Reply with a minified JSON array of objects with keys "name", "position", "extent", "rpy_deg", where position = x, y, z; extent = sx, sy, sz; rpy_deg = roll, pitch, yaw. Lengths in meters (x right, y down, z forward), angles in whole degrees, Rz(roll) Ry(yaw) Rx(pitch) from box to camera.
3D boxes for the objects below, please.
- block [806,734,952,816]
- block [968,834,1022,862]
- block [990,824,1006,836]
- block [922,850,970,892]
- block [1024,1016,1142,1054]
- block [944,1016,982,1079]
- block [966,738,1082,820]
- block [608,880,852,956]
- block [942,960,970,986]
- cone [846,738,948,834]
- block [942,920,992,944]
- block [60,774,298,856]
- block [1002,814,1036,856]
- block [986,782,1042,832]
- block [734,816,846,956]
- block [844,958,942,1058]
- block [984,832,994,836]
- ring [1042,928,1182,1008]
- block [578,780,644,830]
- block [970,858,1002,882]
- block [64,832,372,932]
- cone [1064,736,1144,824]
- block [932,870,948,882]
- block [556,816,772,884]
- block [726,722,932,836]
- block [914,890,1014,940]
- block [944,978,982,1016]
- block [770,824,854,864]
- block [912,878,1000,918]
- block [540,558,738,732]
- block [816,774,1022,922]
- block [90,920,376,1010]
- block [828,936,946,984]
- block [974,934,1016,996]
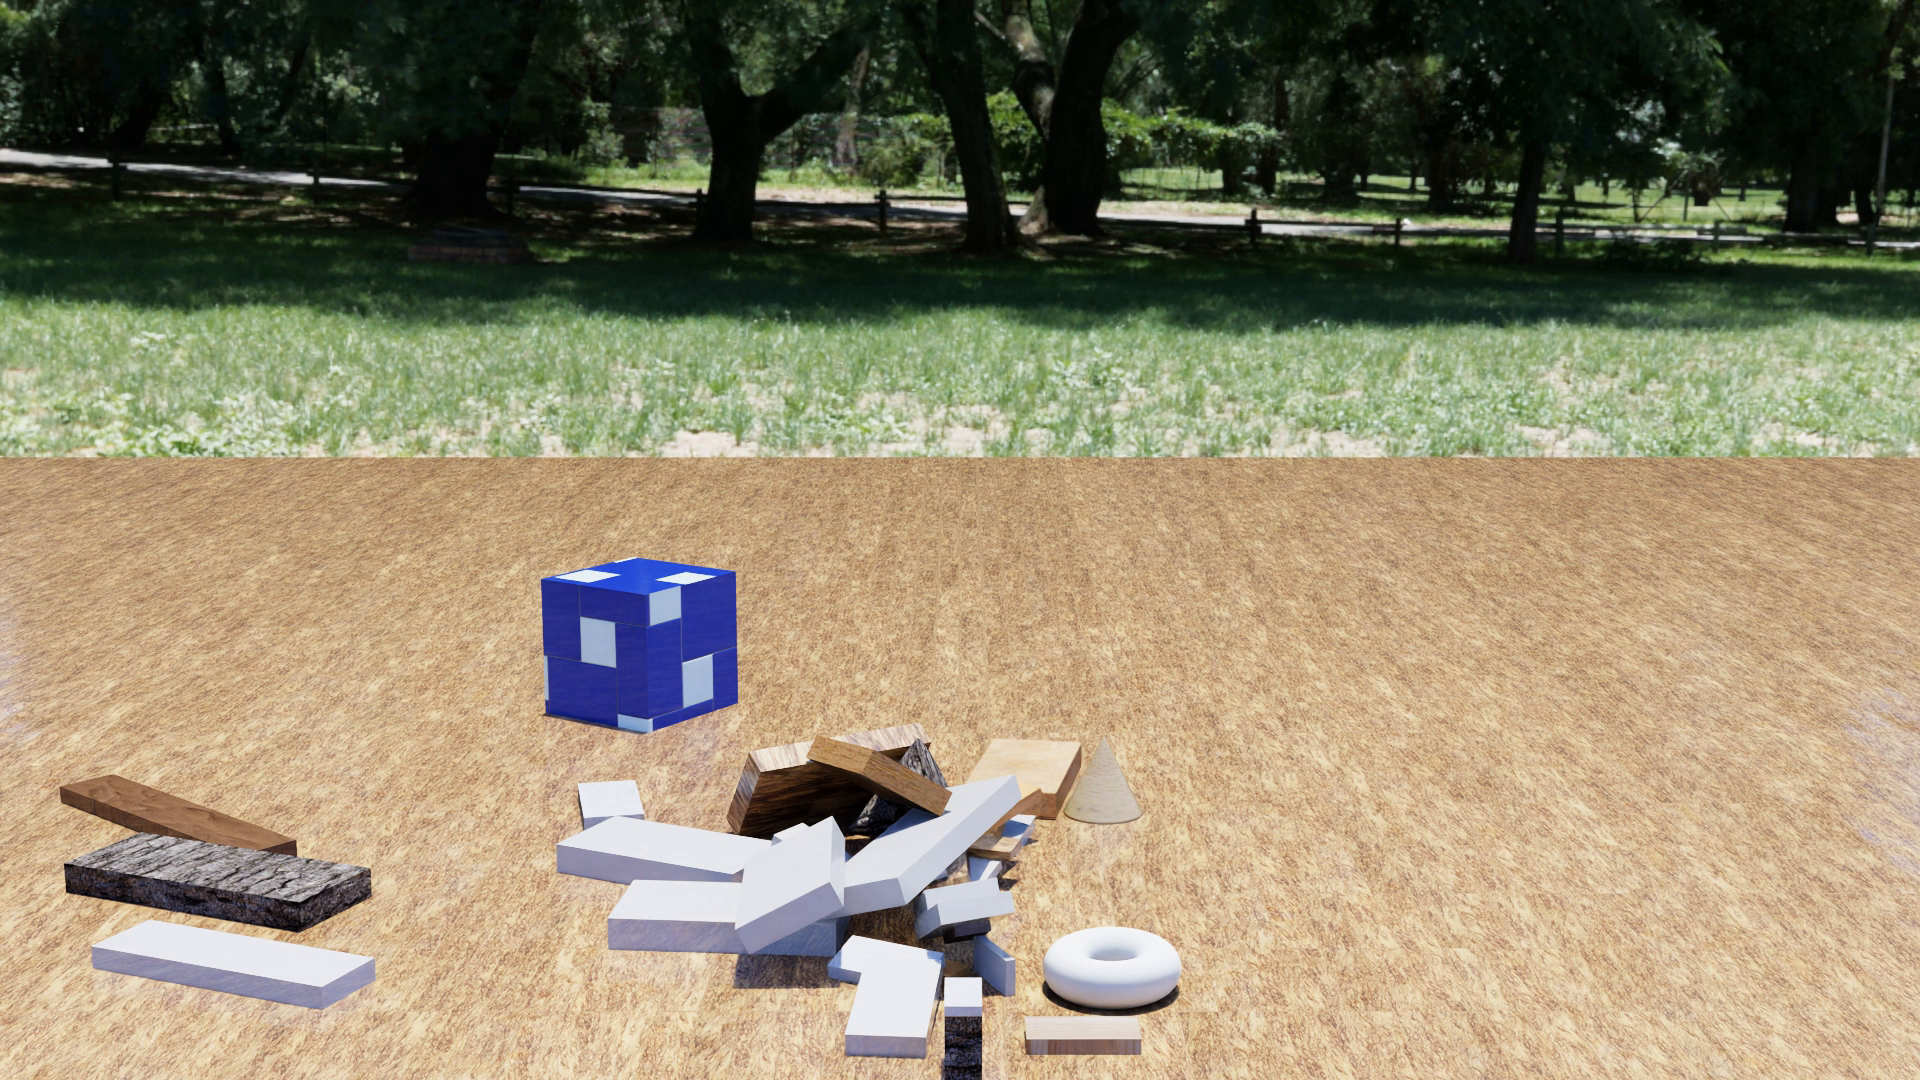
[{"name":"block","position":[-0.143,0.403,3.780],"extent":[0.158,0.045,0.317],"rpy_deg":[30,-11,-18]},{"name":"block","position":[0.038,0.519,3.720],"extent":[0.119,0.017,0.059],"rpy_deg":[4,16,19]},{"name":"block","position":[0.018,0.529,3.834],"extent":[0.083,0.024,0.167],"rpy_deg":[-2,20,16]},{"name":"block","position":[-0.023,0.545,3.595],"extent":[0.076,0.022,0.207],"rpy_deg":[-17,4,1]},{"name":"block","position":[0.171,0.690,3.066],"extent":[0.158,0.022,0.079],"rpy_deg":[0,11,0]},{"name":"block","position":[0.004,0.676,2.933],"extent":[0.050,0.100,0.014],"rpy_deg":[0,11,0]},{"name":"block","position":[0.123,0.458,4.244],"extent":[0.177,0.050,0.354],"rpy_deg":[2,10,11]},{"name":"block","position":[-0.361,0.598,3.487],"extent":[0.357,0.051,0.179],"rpy_deg":[1,11,5]},{"name":"block","position":[-0.046,0.647,3.321],"extent":[0.111,0.016,0.055],"rpy_deg":[7,13,35]},{"name":"cone","position":[-0.122,0.488,3.981],"extent":[0.193,0.193,0.193],"rpy_deg":[-26,9,5]},{"name":"block","position":[0.010,0.594,3.329],"extent":[0.055,0.016,0.111],"rpy_deg":[-8,-14,-12]},{"name":"block","position":[-1.434,0.511,4.011],"extent":[0.621,0.031,0.108],"rpy_deg":[9,14,40]},{"name":"block","position":[0.078,0.527,3.942],"extent":[0.083,0.024,0.166],"rpy_deg":[3,11,14]},{"name":"block","position":[0.060,0.474,3.902],"extent":[0.083,0.024,0.167],"rpy_deg":[11,26,41]},{"name":"block","position":[-0.259,0.530,3.406],"extent":[0.158,0.045,0.317],"rpy_deg":[-27,11,3]},{"name":"block","position":[-0.092,0.662,3.125],"extent":[0.112,0.032,0.224],"rpy_deg":[1,17,5]},{"name":"block","position":[0.013,0.543,3.739],"extent":[0.059,0.017,0.119],"rpy_deg":[4,37,19]},{"name":"ring","position":[0.225,0.633,3.256],"extent":[0.205,0.068,0.205],"rpy_deg":[-1,11,0]},{"name":"block","position":[-0.651,0.496,4.093],"extent":[0.108,0.031,0.217],"rpy_deg":[-2,11,-12]},{"name":"block","position":[0.018,0.567,3.655],"extent":[0.059,0.017,0.119],"rpy_deg":[5,29,27]},{"name":"block","position":[-1.236,0.566,3.660],"extent":[0.487,0.051,0.179],"rpy_deg":[4,11,22]},{"name":"cone","position":[0.267,0.435,4.093],"extent":[0.149,0.149,0.149],"rpy_deg":[0,11,0]},{"name":"block","position":[-0.070,0.537,3.590],"extent":[0.076,0.022,0.152],"rpy_deg":[-17,4,-8]},{"name":"block","position":[-0.494,0.545,3.773],"extent":[0.354,0.050,0.177],"rpy_deg":[5,12,26]},{"name":"block","position":[-0.238,0.437,4.011],"extent":[0.354,0.177,0.050],"rpy_deg":[-7,46,-32]},{"name":"block","position":[0.004,0.569,3.322],"extent":[0.112,0.032,0.224],"rpy_deg":[-8,-14,-13]},{"name":"block","position":[0.004,0.614,2.955],"extent":[0.050,0.014,0.100],"rpy_deg":[0,11,0]},{"name":"block","position":[-0.236,0.539,3.736],"extent":[0.158,0.022,0.079],"rpy_deg":[29,24,27]},{"name":"block","position":[-0.007,0.564,3.426],"extent":[0.112,0.032,0.224],"rpy_deg":[-9,-14,-8]},{"name":"block","position":[-0.700,0.223,4.826],"extent":[0.298,0.298,0.298],"rpy_deg":[7,13,33]},{"name":"block","position":[-0.063,0.497,3.604],"extent":[0.158,0.045,0.531],"rpy_deg":[-14,6,23]},{"name":"block","position":[-1.097,0.638,3.316],"extent":[0.428,0.035,0.124],"rpy_deg":[4,11,22]},{"name":"block","position":[-0.110,0.637,3.295],"extent":[0.158,0.022,0.079],"rpy_deg":[5,28,27]},{"name":"block","position":[0.051,0.634,3.279],"extent":[0.016,0.055,0.111],"rpy_deg":[-5,12,-24]}]
